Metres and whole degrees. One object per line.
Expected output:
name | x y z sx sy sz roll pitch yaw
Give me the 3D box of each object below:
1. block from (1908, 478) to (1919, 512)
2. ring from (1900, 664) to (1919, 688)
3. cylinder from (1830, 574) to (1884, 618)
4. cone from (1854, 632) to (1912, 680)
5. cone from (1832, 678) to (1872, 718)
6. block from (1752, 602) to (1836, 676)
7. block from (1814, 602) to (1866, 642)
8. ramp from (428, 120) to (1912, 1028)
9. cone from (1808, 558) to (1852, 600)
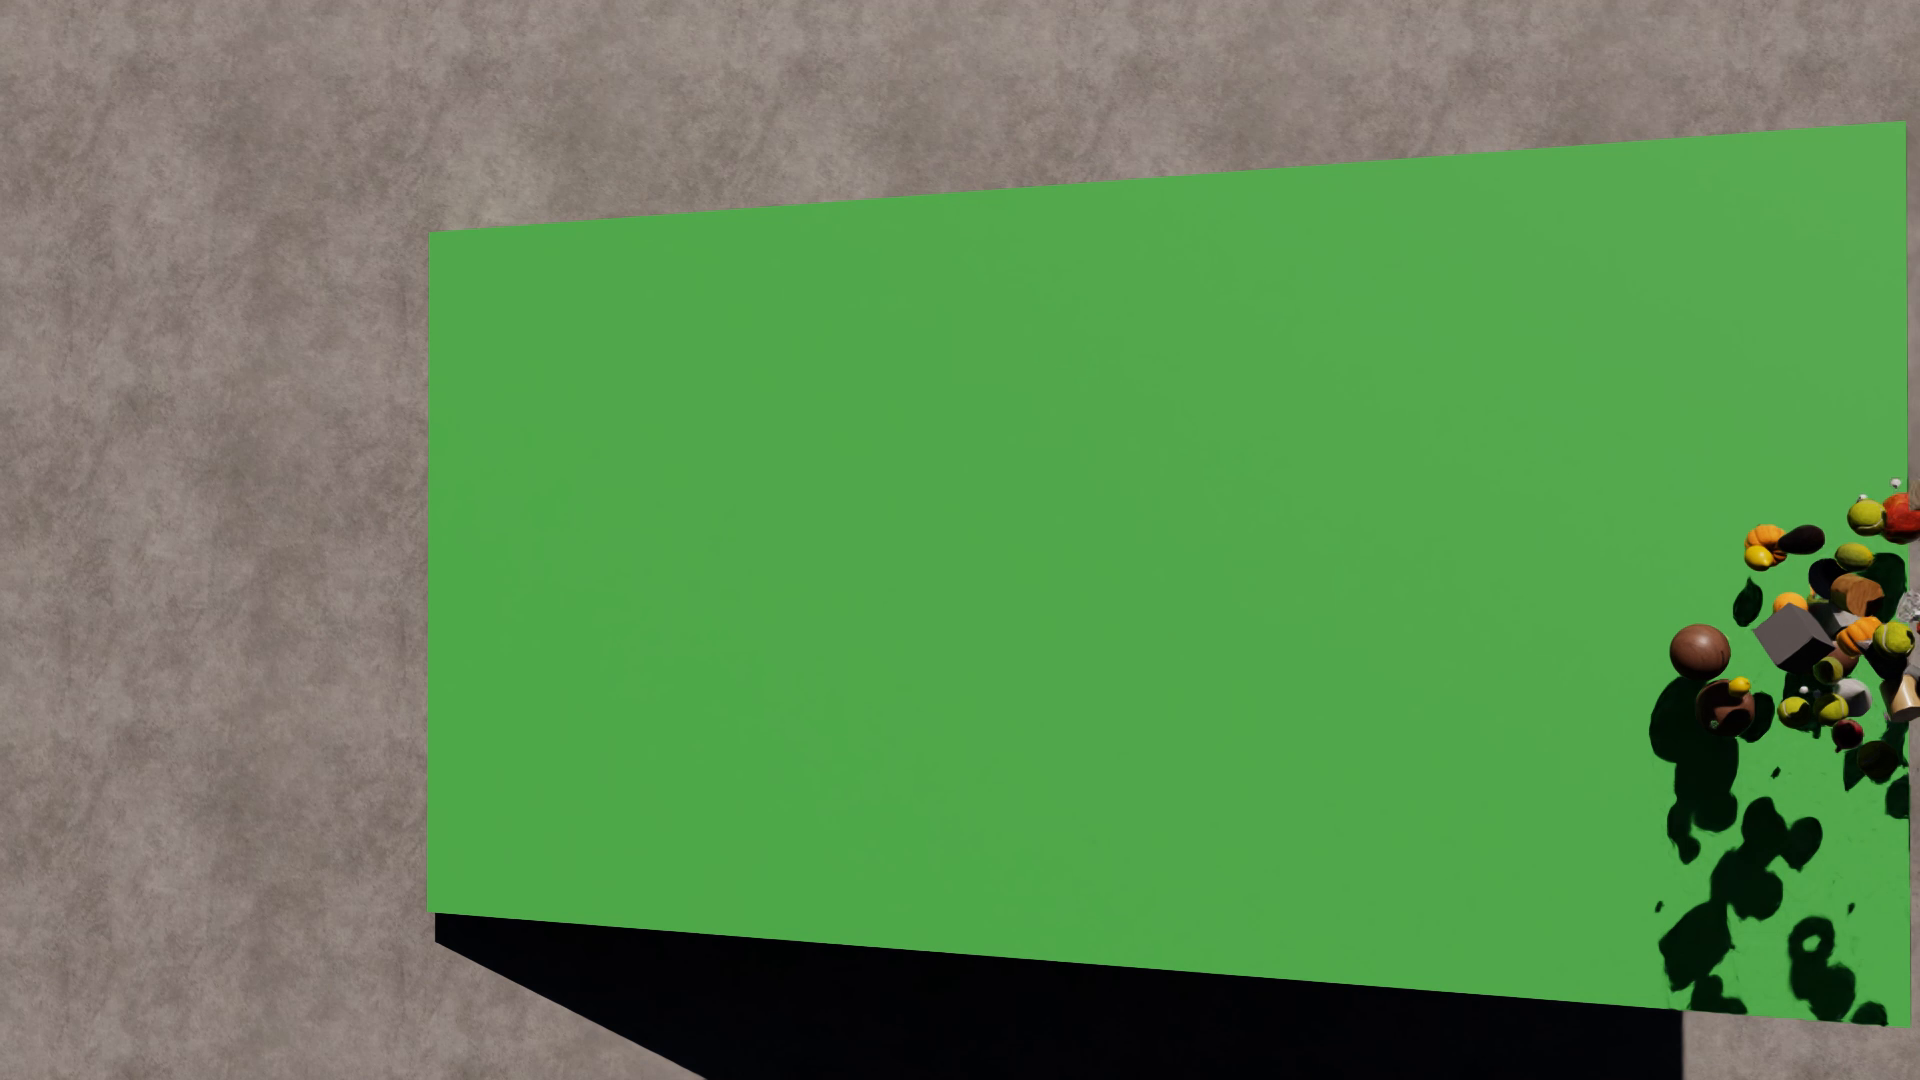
block | 1.679 -0.078 3.796 0.052 0.052 0.052 3 84 -17
ring | 1.741 0.249 4.049 0.104 0.104 0.035 25 88 0
cylinder | 1.645 0.101 4.035 0.070 0.070 0.070 0 98 -1
cone | 1.616 0.193 3.889 0.088 0.088 0.088 18 89 -19
cone | 1.878 0.323 4.599 0.084 0.084 0.084 -1 75 4
block | 1.670 0.199 4.402 0.094 0.094 0.094 -45 46 28
block | 1.775 0.162 4.438 0.060 0.060 0.060 -8 58 -15
ramp | 0.283 0.083 5.705 4.000 0.100 2.000 0 89 24
cone | 1.743 0.100 4.446 0.094 0.094 0.094 1 64 -2
